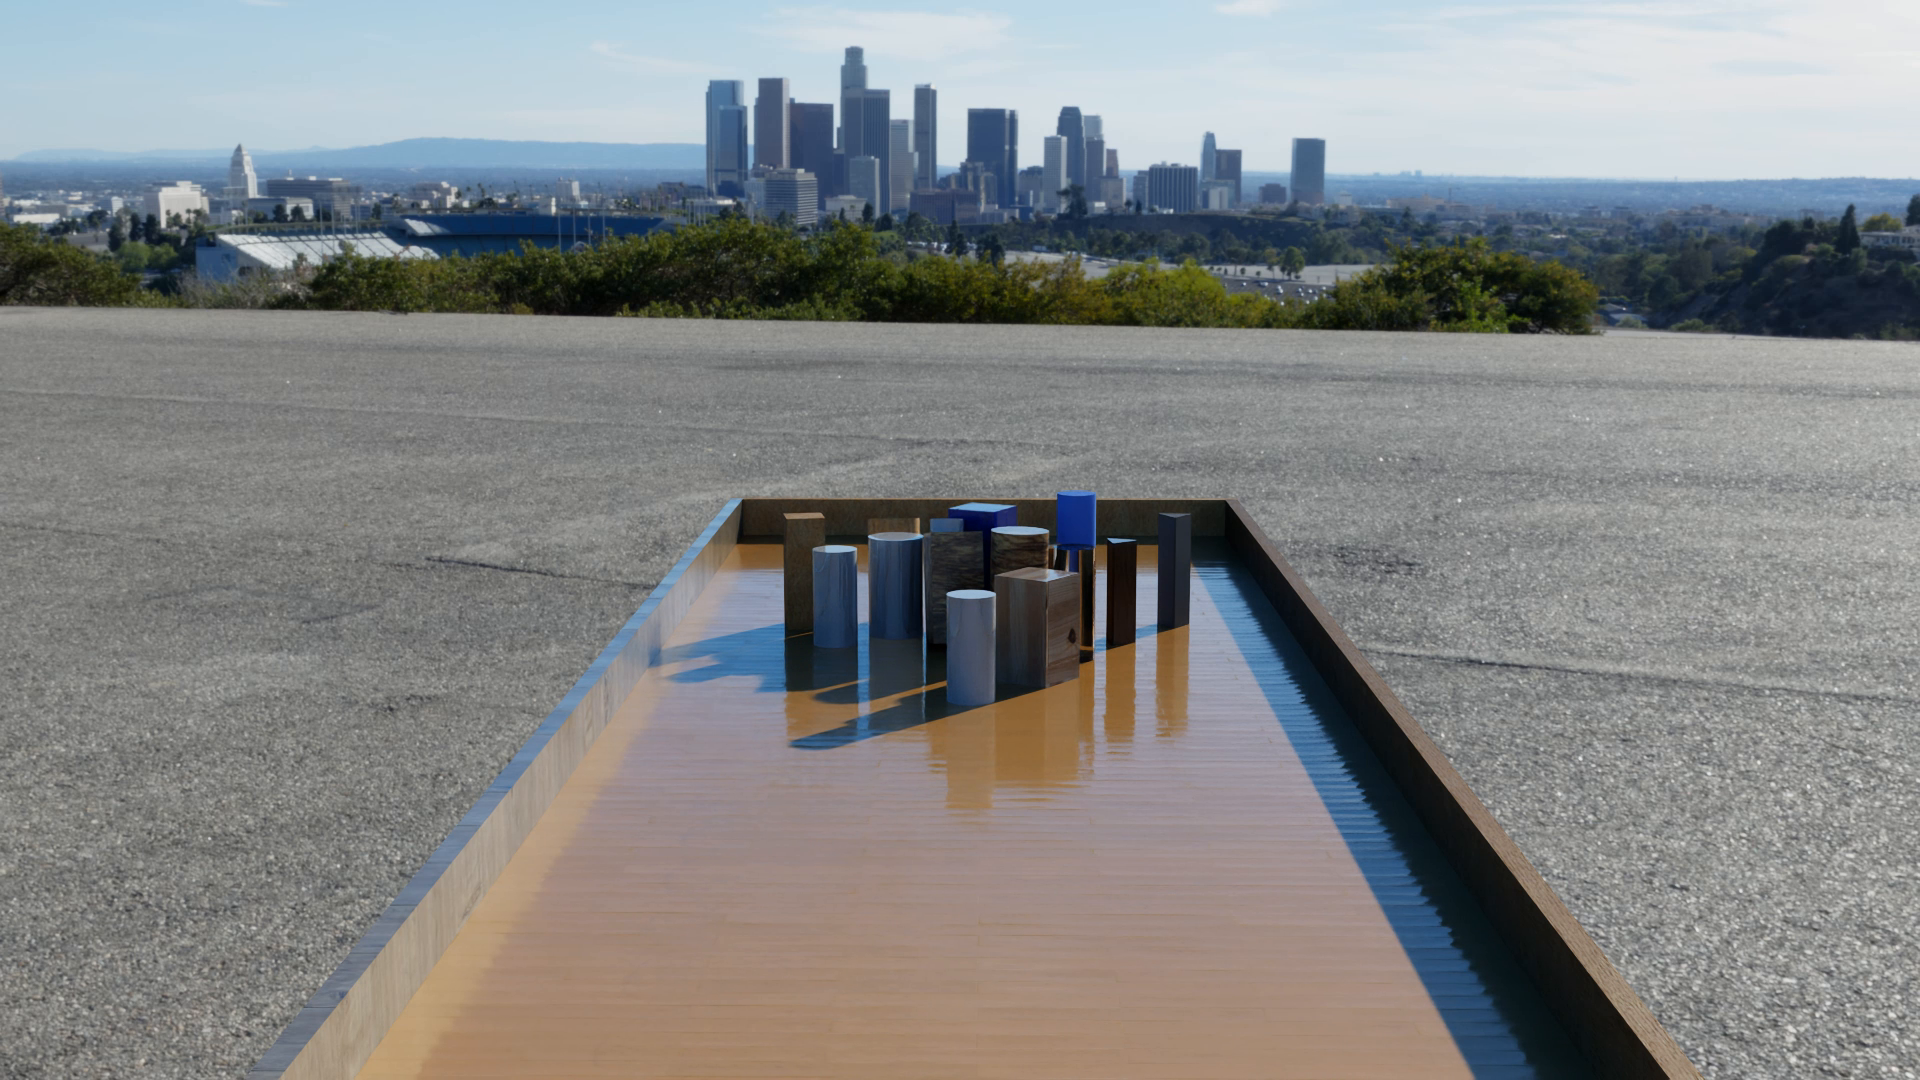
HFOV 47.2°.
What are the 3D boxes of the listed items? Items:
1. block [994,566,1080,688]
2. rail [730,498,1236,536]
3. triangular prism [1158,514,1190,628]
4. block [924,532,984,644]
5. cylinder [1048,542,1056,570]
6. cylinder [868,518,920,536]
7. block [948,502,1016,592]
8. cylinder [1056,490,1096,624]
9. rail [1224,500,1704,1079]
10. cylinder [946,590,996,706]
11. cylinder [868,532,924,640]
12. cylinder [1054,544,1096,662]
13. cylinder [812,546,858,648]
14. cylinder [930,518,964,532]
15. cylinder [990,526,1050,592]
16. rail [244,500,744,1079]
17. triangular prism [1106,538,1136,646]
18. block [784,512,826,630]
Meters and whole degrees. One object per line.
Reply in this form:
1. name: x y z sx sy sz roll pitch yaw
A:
1. block: 0.225 0.253 6.415 0.180 0.312 0.180 6 11 35
2. rail: 0.099 -0.098 9.147 2.100 0.150 0.050 0 9 1
3. triangular prism: 0.690 0.098 7.219 0.090 0.367 0.104 6 11 34
4. block: -0.018 0.148 6.896 0.164 0.345 0.164 -1 -1 -9
5. cylinder: 0.258 0.168 6.965 0.152 0.304 0.152 1 8 0
6. cylinder: -0.217 0.095 7.272 0.173 0.332 0.173 -1 0 0
7. block: 0.073 0.090 7.170 0.166 0.397 0.166 5 10 27
8. cylinder: 0.380 0.066 7.186 0.127 0.441 0.127 0 9 0
9. rail: 1.046 0.843 3.208 0.050 0.150 12.000 0 9 1
10. cylinder: 0.031 0.300 6.153 0.138 0.302 0.138 0 9 0
11. cylinder: -0.205 0.146 7.070 0.179 0.319 0.179 0 9 0
12. cylinder: 0.347 0.192 6.697 0.128 0.345 0.128 0 9 0
13. cylinder: -0.393 0.177 6.923 0.141 0.302 0.141 0 9 0
14. cylinder: -0.042 0.117 7.044 0.110 0.369 0.110 0 -2 0
15. cylinder: 0.181 0.157 6.799 0.179 0.377 0.179 1 8 0
16. rail: -1.004 0.839 3.234 0.050 0.150 12.000 0 9 1
17. triangular prism: 0.493 0.161 6.947 0.097 0.327 0.084 -7 11 -36
18. block: -0.509 0.101 7.202 0.125 0.366 0.125 -2 9 -10
